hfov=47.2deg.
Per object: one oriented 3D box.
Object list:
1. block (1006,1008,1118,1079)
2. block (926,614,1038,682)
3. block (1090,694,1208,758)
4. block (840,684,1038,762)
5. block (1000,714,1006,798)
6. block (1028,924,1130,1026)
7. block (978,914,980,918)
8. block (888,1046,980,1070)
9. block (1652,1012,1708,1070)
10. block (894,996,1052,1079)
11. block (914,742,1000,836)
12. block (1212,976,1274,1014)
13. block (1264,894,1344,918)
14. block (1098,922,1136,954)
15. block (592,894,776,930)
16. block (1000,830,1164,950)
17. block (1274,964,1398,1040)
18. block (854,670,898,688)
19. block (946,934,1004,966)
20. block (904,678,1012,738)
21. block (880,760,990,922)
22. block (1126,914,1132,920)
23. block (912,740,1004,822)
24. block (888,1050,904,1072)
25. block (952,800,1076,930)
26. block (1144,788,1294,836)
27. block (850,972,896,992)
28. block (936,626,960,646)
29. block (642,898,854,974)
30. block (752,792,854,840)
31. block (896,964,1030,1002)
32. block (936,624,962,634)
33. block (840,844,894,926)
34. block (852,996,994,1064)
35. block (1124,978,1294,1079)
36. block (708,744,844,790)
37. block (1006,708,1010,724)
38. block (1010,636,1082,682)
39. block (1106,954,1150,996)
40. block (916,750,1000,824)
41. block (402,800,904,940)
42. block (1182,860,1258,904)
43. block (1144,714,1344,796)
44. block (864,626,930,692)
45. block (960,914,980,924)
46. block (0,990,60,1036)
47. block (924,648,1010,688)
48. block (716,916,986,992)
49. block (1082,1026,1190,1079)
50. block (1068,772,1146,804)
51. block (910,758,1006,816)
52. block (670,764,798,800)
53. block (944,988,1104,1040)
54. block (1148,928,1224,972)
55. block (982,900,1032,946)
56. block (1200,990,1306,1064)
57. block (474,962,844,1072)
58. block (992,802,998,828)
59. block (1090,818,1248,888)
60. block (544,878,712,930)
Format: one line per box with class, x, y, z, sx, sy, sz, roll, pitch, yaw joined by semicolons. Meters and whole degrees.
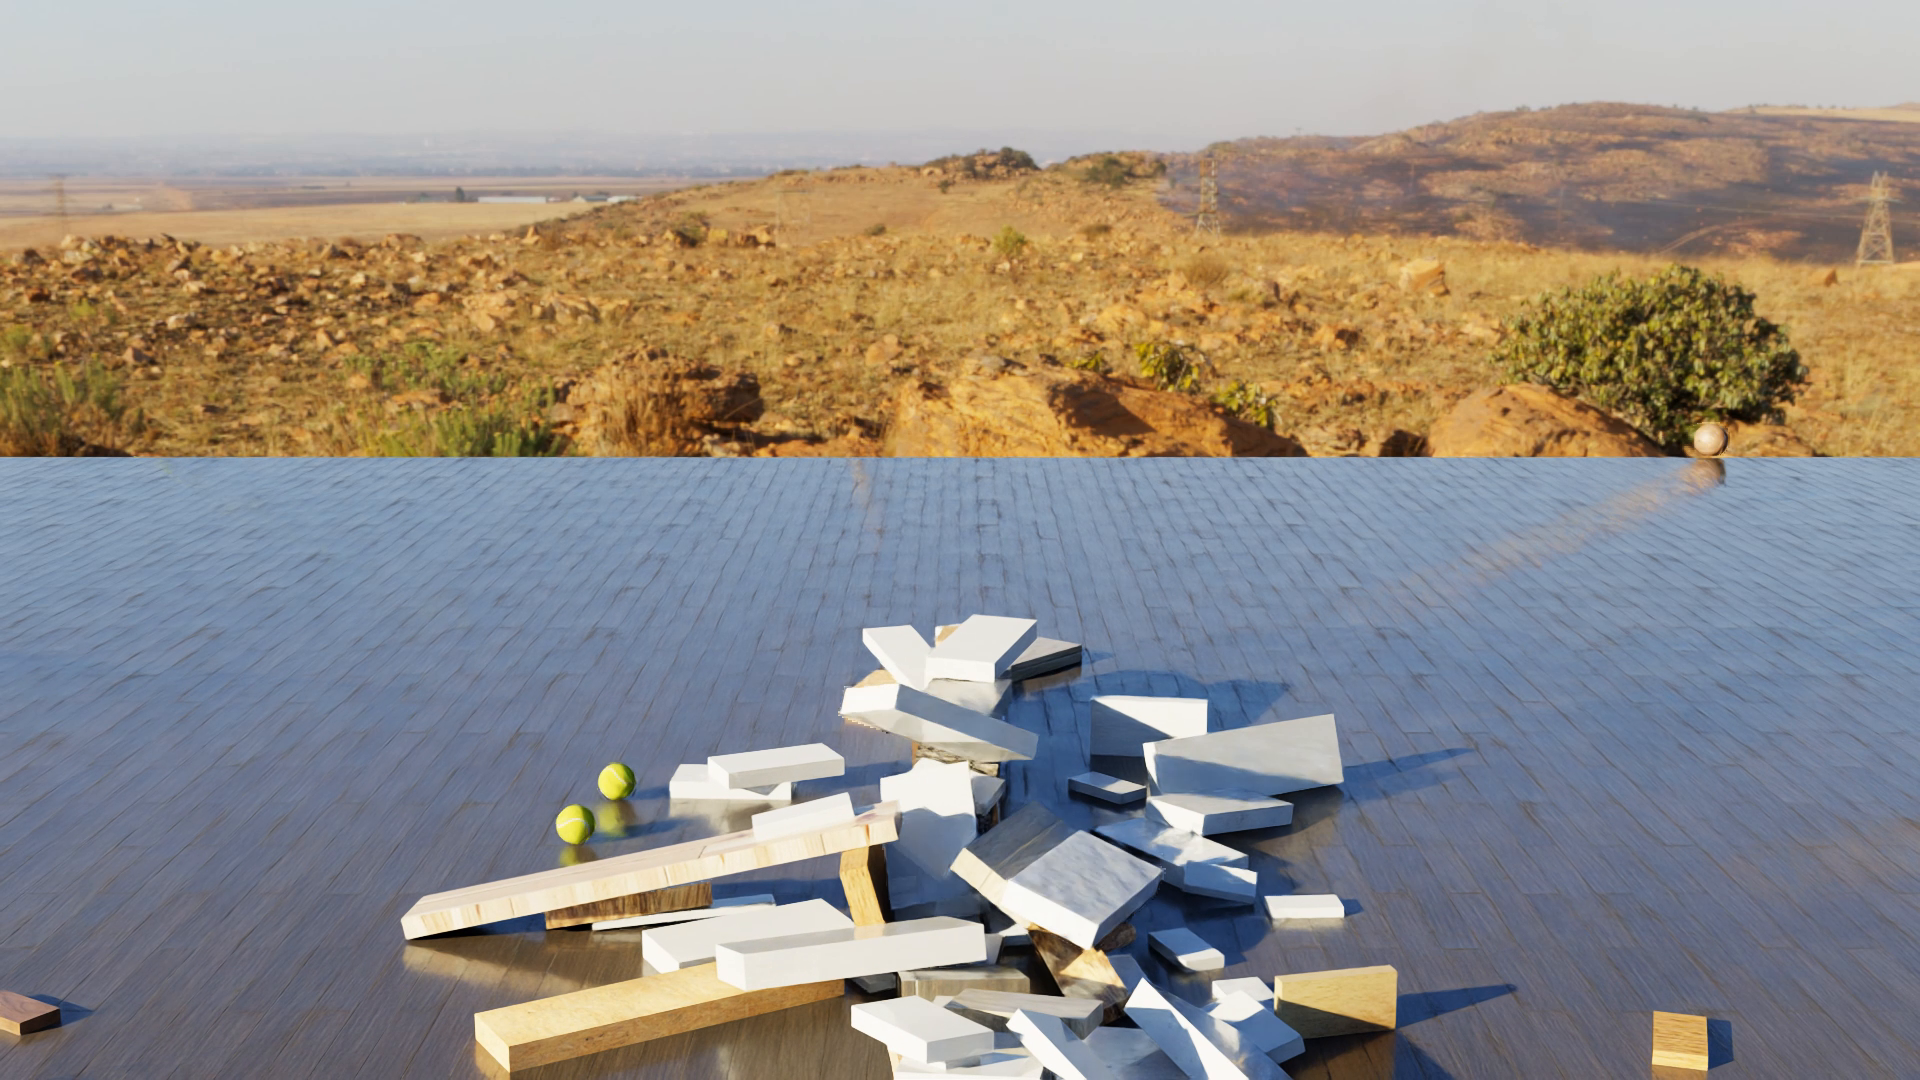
block;0.142;0.628;2.601;0.182;0.026;0.091;41;9;37
block;0.047;0.219;4.481;0.141;0.040;0.324;4;14;17
block;0.384;0.380;4.473;0.235;0.117;0.033;2;13;9
block;-0.033;0.309;3.686;0.301;0.043;0.151;23;-20;-33
block;0.001;0.401;4.344;0.176;0.050;0.353;0;23;1
block;0.175;0.631;3.257;0.082;0.023;0.337;-24;17;-5
block;-0.007;0.583;3.540;0.069;0.020;0.138;-2;28;-4
block;-0.031;0.606;2.617;0.054;0.015;0.108;-3;4;-40
block;0.999;0.694;3.053;0.071;0.020;0.142;3;11;17
block;0.030;0.632;2.709;0.169;0.048;0.337;1;3;8
block;-0.009;0.418;3.812;0.145;0.041;0.290;3;30;5
block;0.423;0.670;3.182;0.070;0.020;0.140;-2;11;-13
block;0.561;0.597;3.584;0.118;0.017;0.059;-1;11;-3
block;0.193;0.603;3.435;0.082;0.023;0.164;-17;18;-29
block;-0.445;0.598;3.541;0.292;0.014;0.049;-5;6;-12
block;0.192;0.536;3.394;0.151;0.043;0.302;25;17;19
block;0.529;0.652;3.097;0.174;0.087;0.025;-3;11;-14
block;-0.167;0.337;4.941;0.115;0.033;0.230;3;11;15
block;-0.012;0.627;3.350;0.148;0.020;0.070;2;32;12
block;0.000;0.321;4.203;0.158;0.045;0.316;1;9;9
block;-0.044;0.491;3.567;0.151;0.043;0.331;-12;32;2
block;0.209;0.605;3.493;0.118;0.017;0.059;-19;19;-34
block;-0.006;0.454;4.002;0.158;0.045;0.316;-1;30;-2
block;0.002;0.674;2.820;0.169;0.048;0.338;0;3;-5
block;0.113;0.513;3.506;0.151;0.043;0.301;37;20;14
block;0.471;0.491;3.989;0.264;0.037;0.132;1;8;-45
block;-0.135;0.651;3.295;0.049;0.014;0.098;-6;11;-29
block;0.026;0.222;4.734;0.141;0.040;0.282;1;4;3
block;-0.319;0.620;3.389;0.302;0.043;0.151;-6;12;-28
block;-0.249;0.437;3.480;0.157;0.022;0.079;-13;8;-5
block;-0.001;0.626;3.061;0.169;0.048;0.338;-1;-8;-3
block;0.003;0.237;5.513;0.071;0.020;0.142;-5;12;-27
block;-0.142;0.542;3.453;0.043;0.151;0.322;-16;8;1
block;-0.047;0.585;2.632;0.091;0.026;0.182;-2;4;-31
block;0.355;0.680;2.792;0.177;0.050;0.354;32;0;-21
block;-0.354;0.435;4.233;0.235;0.033;0.117;-5;12;-25
block;0.013;0.371;4.581;0.176;0.050;0.353;1;18;2
block;0.148;0.282;5.216;0.141;0.040;0.282;9;14;39
block;0.234;0.656;3.252;0.082;0.023;0.164;-2;11;-11
block;-0.004;0.471;3.884;0.145;0.041;0.290;0;30;-1
block;-0.483;0.519;3.473;0.793;0.033;0.117;-12;8;5
block;0.431;0.566;3.643;0.118;0.017;0.059;9;37;6
block;0.543;0.424;4.180;0.419;0.134;0.038;-6;-5;-29
block;-0.079;0.304;4.920;0.115;0.033;0.562;-4;19;-19
block;-0.005;0.603;3.444;0.069;0.020;0.138;-9;24;-9
block;-1.359;0.677;3.152;0.131;0.018;0.065;7;12;32
block;0.019;0.274;4.634;0.176;0.050;0.353;1;4;1
block;-0.159;0.595;3.177;0.354;0.050;0.177;-4;-4;-19
block;0.226;0.693;2.807;0.153;0.043;0.381;5;2;-4
block;0.283;0.476;4.227;0.071;0.020;0.142;-9;14;-41
block;-0.011;0.419;3.746;0.158;0.022;0.079;13;32;22
block;-0.435;0.467;4.244;0.230;0.033;0.115;0;11;2
block;0.079;0.593;2.752;0.182;0.026;0.091;1;4;19
block;0.348;0.632;3.392;0.065;0.018;0.131;-4;11;-21
block;0.071;0.592;3.489;0.069;0.020;0.138;-1;28;-12
block;0.395;0.682;3.045;0.087;0.025;0.174;-21;17;-17
block;-0.424;0.666;3.157;0.516;0.037;0.132;-6;12;-31
block;-0.008;0.510;3.732;0.145;0.041;0.290;0;30;-1
block;0.361;0.543;3.821;0.134;0.038;0.267;-7;13;-34
block;-0.540;0.575;3.557;0.264;0.037;0.132;-7;6;-12
